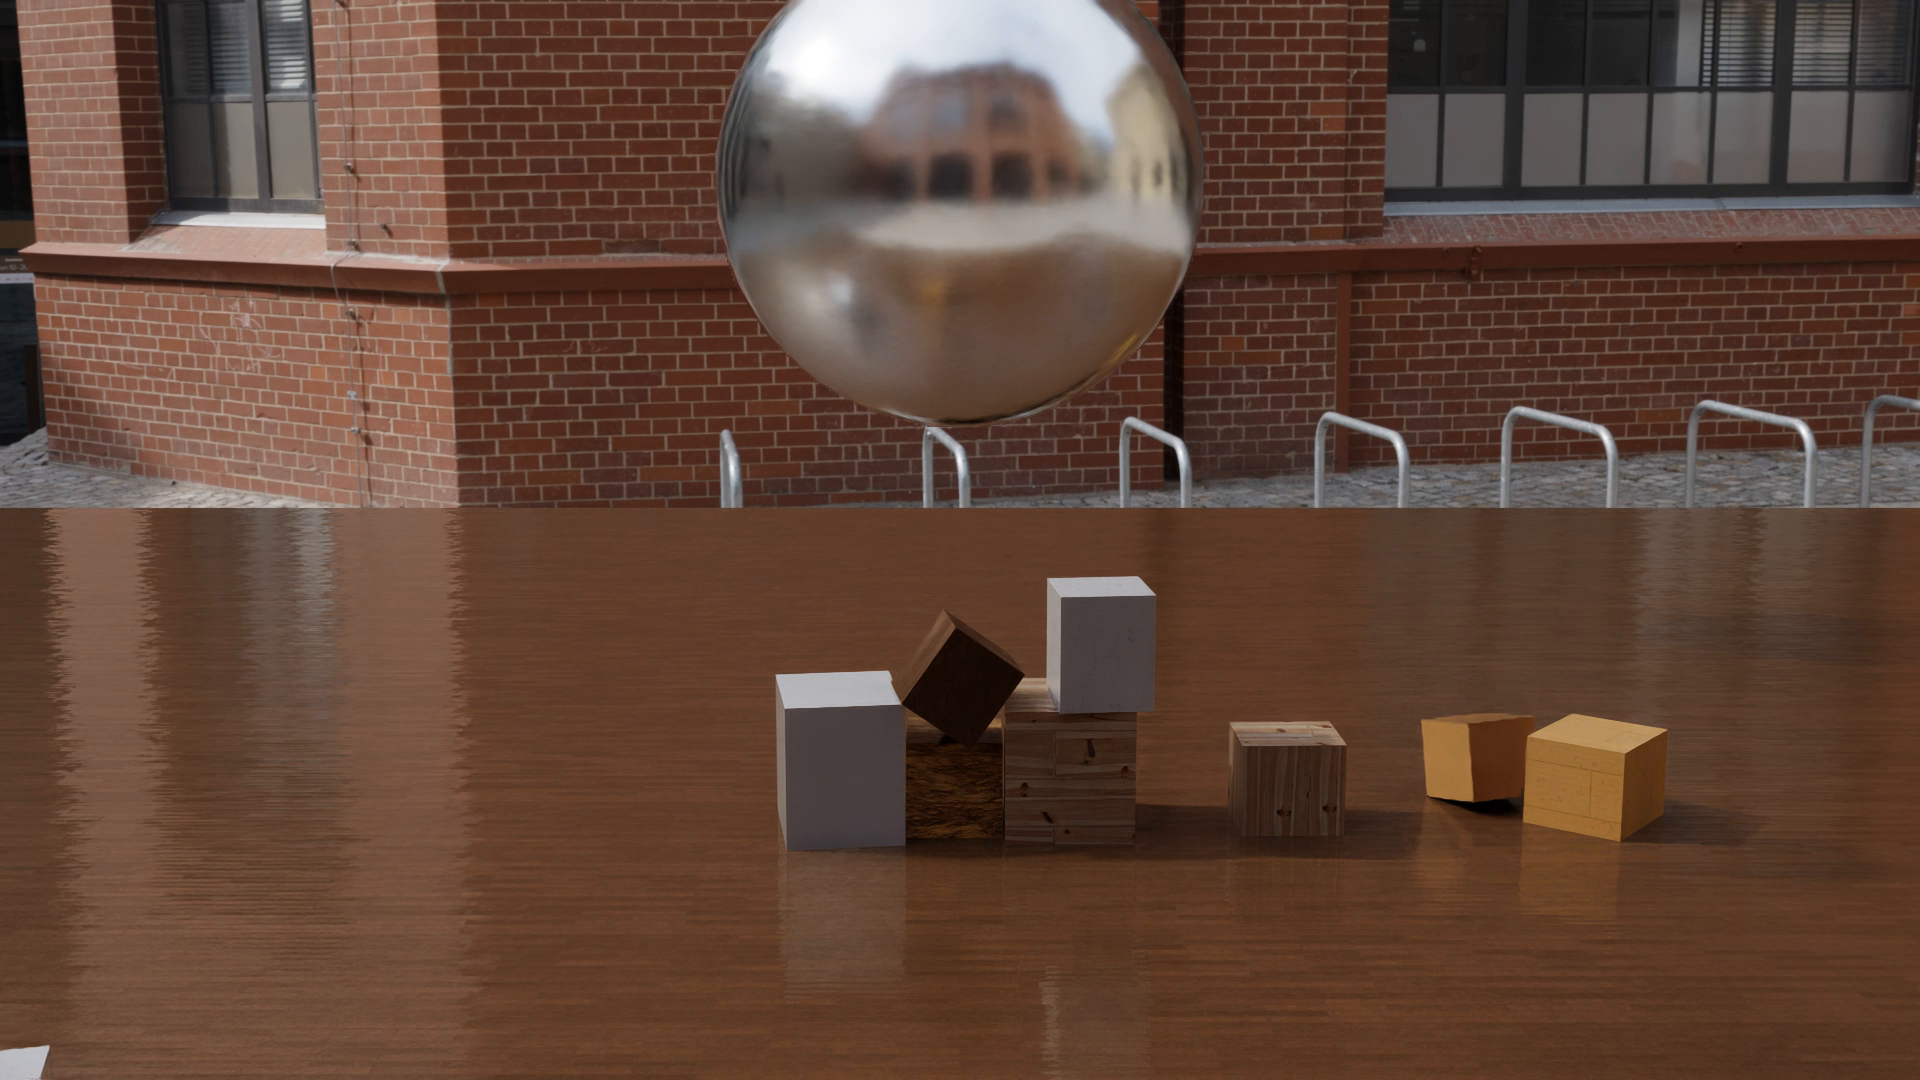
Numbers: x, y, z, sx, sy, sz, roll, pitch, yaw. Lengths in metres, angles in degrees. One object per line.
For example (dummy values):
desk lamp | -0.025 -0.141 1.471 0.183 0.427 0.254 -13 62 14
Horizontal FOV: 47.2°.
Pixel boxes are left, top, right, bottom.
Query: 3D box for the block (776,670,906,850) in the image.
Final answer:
block | -0.623 1.124 11.334 0.599 0.733 0.714 -2 10 -8

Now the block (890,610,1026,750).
block | -0.016 0.702 11.140 0.430 0.468 0.448 35 3 -13

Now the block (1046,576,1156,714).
block | 0.710 0.527 11.157 0.476 0.592 0.484 -1 10 -6

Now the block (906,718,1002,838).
block | -0.029 1.228 11.411 0.490 0.501 0.499 0 10 0

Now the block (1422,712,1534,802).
block | 2.790 1.162 11.806 0.416 0.414 0.433 -4 0 -22

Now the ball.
ball | 0.000 -1.173 7.204 1.600 1.600 1.600 0 10 0

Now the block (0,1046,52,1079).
block | -3.019 2.005 6.320 0.728 0.794 0.706 -3 11 -15

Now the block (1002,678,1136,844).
block | 0.555 1.135 11.392 0.657 0.690 0.697 0 10 0

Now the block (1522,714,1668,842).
block | 3.323 1.232 11.496 0.525 0.463 0.581 8 13 38

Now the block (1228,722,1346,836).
block | 1.693 1.236 11.431 0.531 0.478 0.465 0 10 -1
